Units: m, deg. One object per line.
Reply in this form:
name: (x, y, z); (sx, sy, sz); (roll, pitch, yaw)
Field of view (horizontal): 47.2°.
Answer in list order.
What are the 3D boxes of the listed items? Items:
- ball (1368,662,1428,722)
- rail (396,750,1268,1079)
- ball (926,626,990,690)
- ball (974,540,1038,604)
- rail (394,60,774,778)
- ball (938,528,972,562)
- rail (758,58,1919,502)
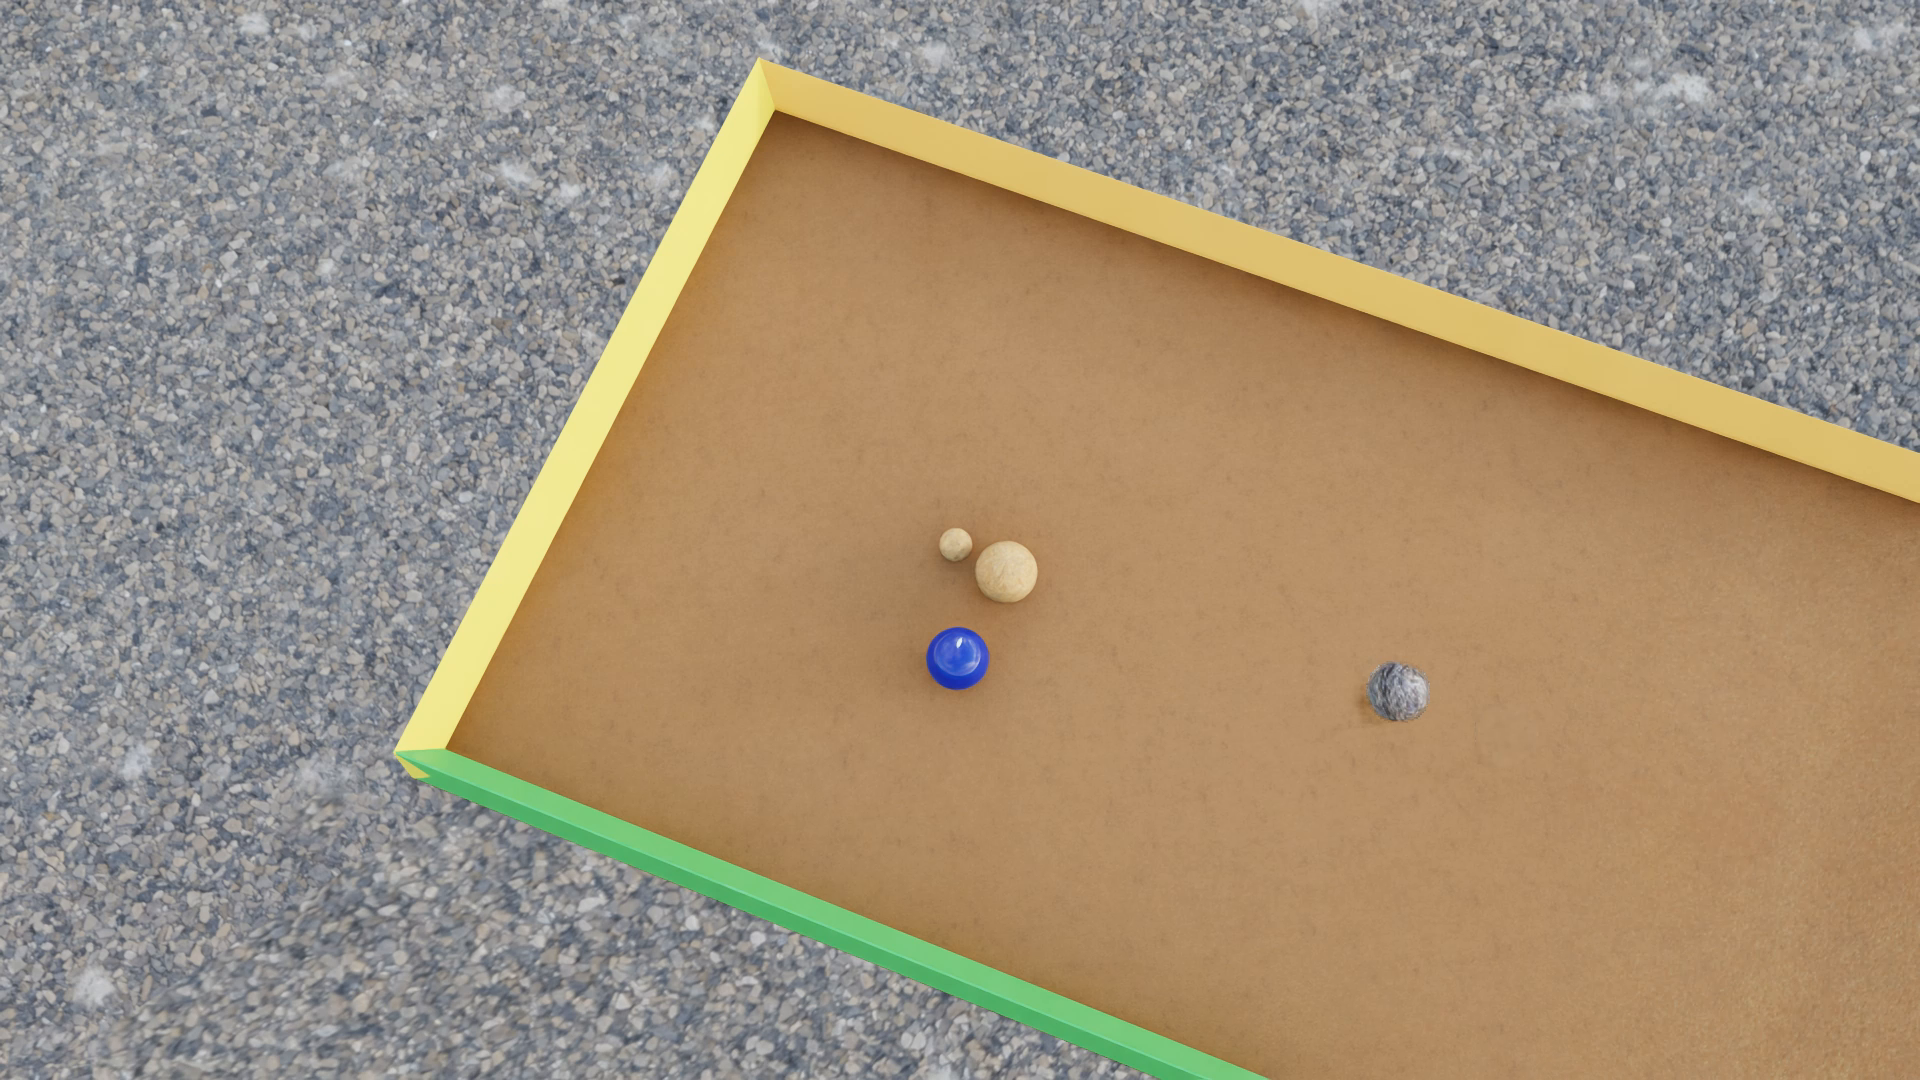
ball: (0.679, 0.235, 3.403); (0.091, 0.091, 0.091); (0, 67, 0)
rail: (0.354, 0.763, 3.157); (2.569, 0.129, 0.045); (20, 68, 8)
ball: (-0.004, 0.184, 3.420); (0.099, 0.099, 0.099); (0, 67, 0)
ball: (0.073, 0.051, 3.477); (0.100, 0.100, 0.100); (0, 67, 0)
rail: (-0.574, -0.222, 3.576); (0.045, 0.129, 1.339); (20, 68, 8)
ball: (-0.007, 0.007, 3.520); (0.054, 0.054, 0.054); (0, 67, 0)
rail: (0.837, -0.340, 3.626); (2.569, 0.129, 0.045); (20, 68, 8)
